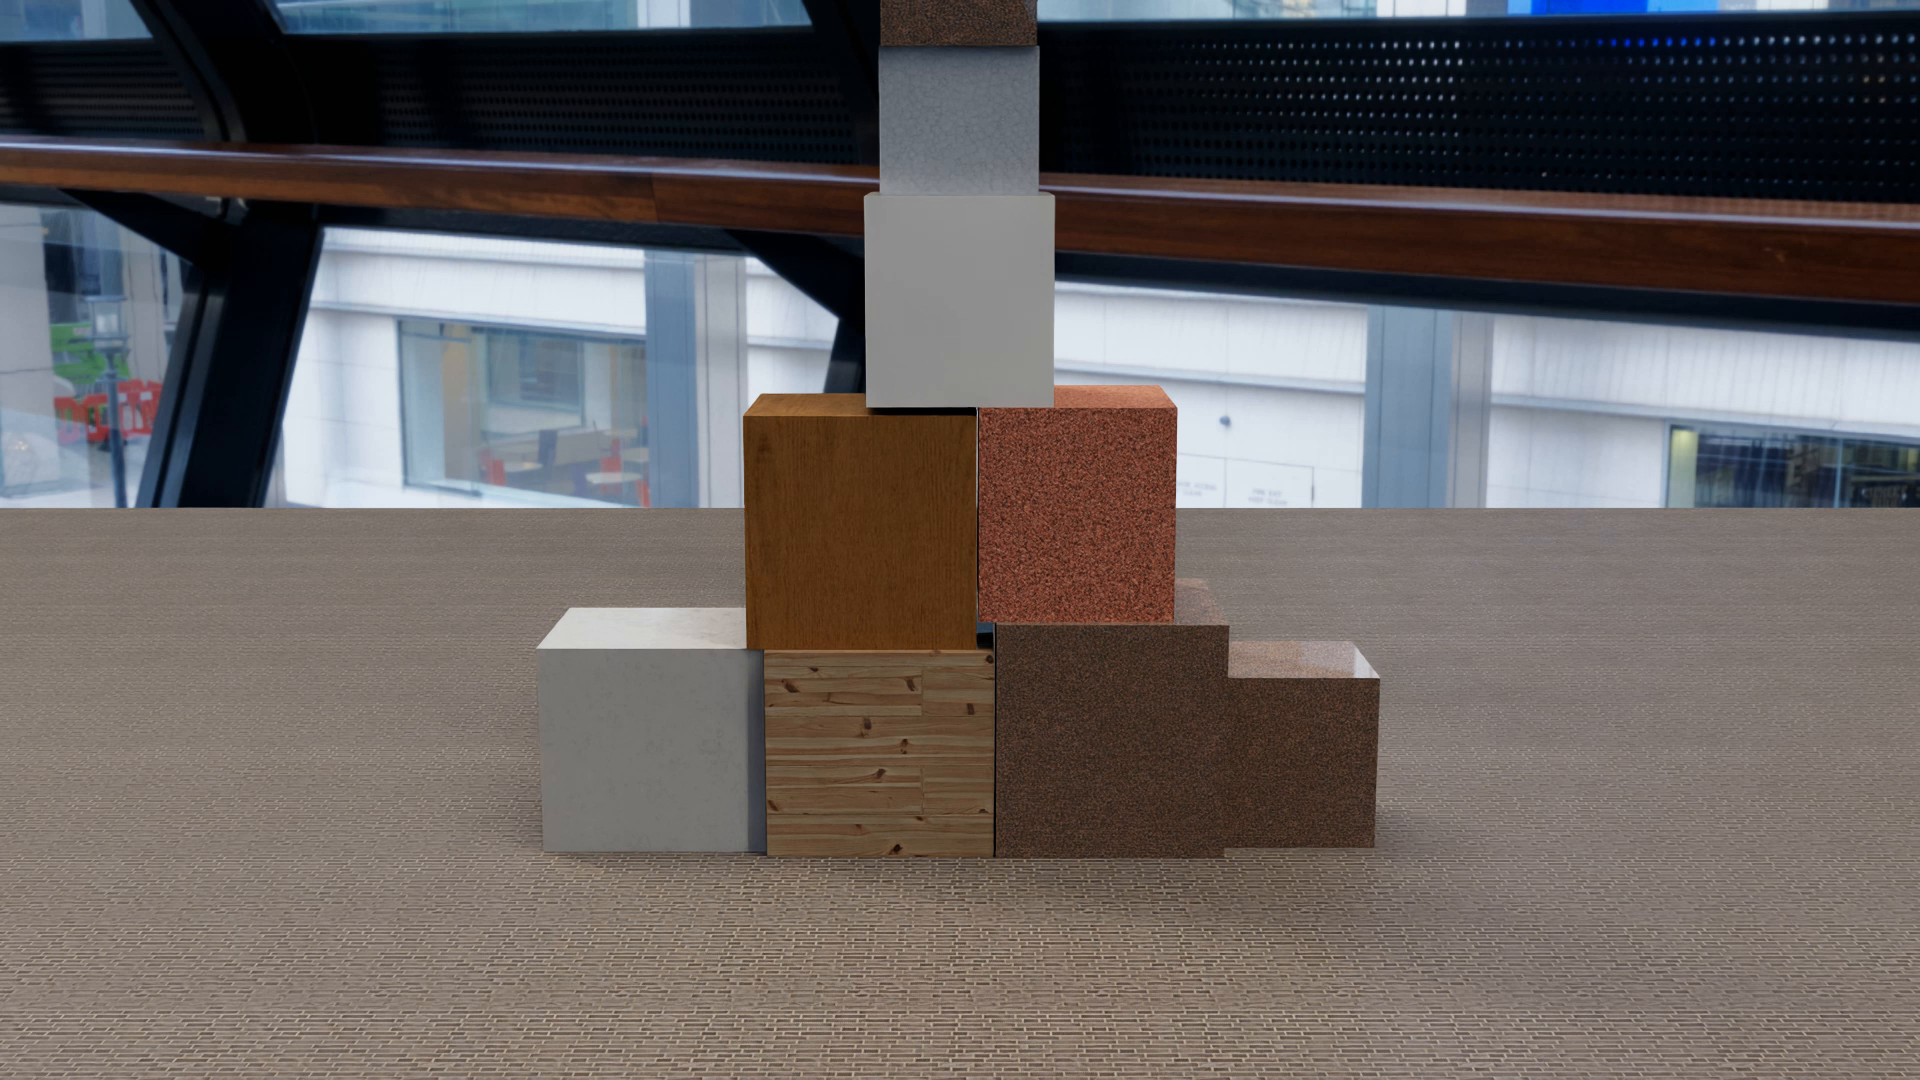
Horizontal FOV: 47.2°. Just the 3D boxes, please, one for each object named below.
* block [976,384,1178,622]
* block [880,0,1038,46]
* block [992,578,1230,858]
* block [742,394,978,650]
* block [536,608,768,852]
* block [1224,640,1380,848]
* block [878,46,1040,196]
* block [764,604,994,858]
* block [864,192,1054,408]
[{"bbox_3d":[0.569,-0.207,11.156,0.956,1.053,1.000,0,10,0],"label":"block"},{"bbox_3d":[-0.006,-2.754,10.694,0.736,0.718,0.852,0,10,0],"label":"block"},{"bbox_3d":[0.743,0.891,11.361,1.130,1.181,1.166,0,10,0],"label":"block"},{"bbox_3d":[-0.482,-0.116,11.160,1.127,1.151,0.970,0,10,0],"label":"block"},{"bbox_3d":[-1.525,0.960,11.369,1.116,1.043,0.956,0,10,0],"label":"block"},{"bbox_3d":[1.700,1.042,11.378,0.764,0.878,0.816,0,10,0],"label":"block"},{"bbox_3d":[-0.004,-2.054,10.800,0.760,0.698,0.729,0,10,0],"label":"block"},{"bbox_3d":[-0.394,0.961,11.369,1.125,1.041,1.123,0,10,0],"label":"block"},{"bbox_3d":[-0.002,-1.214,10.944,0.904,1.006,0.897,0,10,0],"label":"block"}]
